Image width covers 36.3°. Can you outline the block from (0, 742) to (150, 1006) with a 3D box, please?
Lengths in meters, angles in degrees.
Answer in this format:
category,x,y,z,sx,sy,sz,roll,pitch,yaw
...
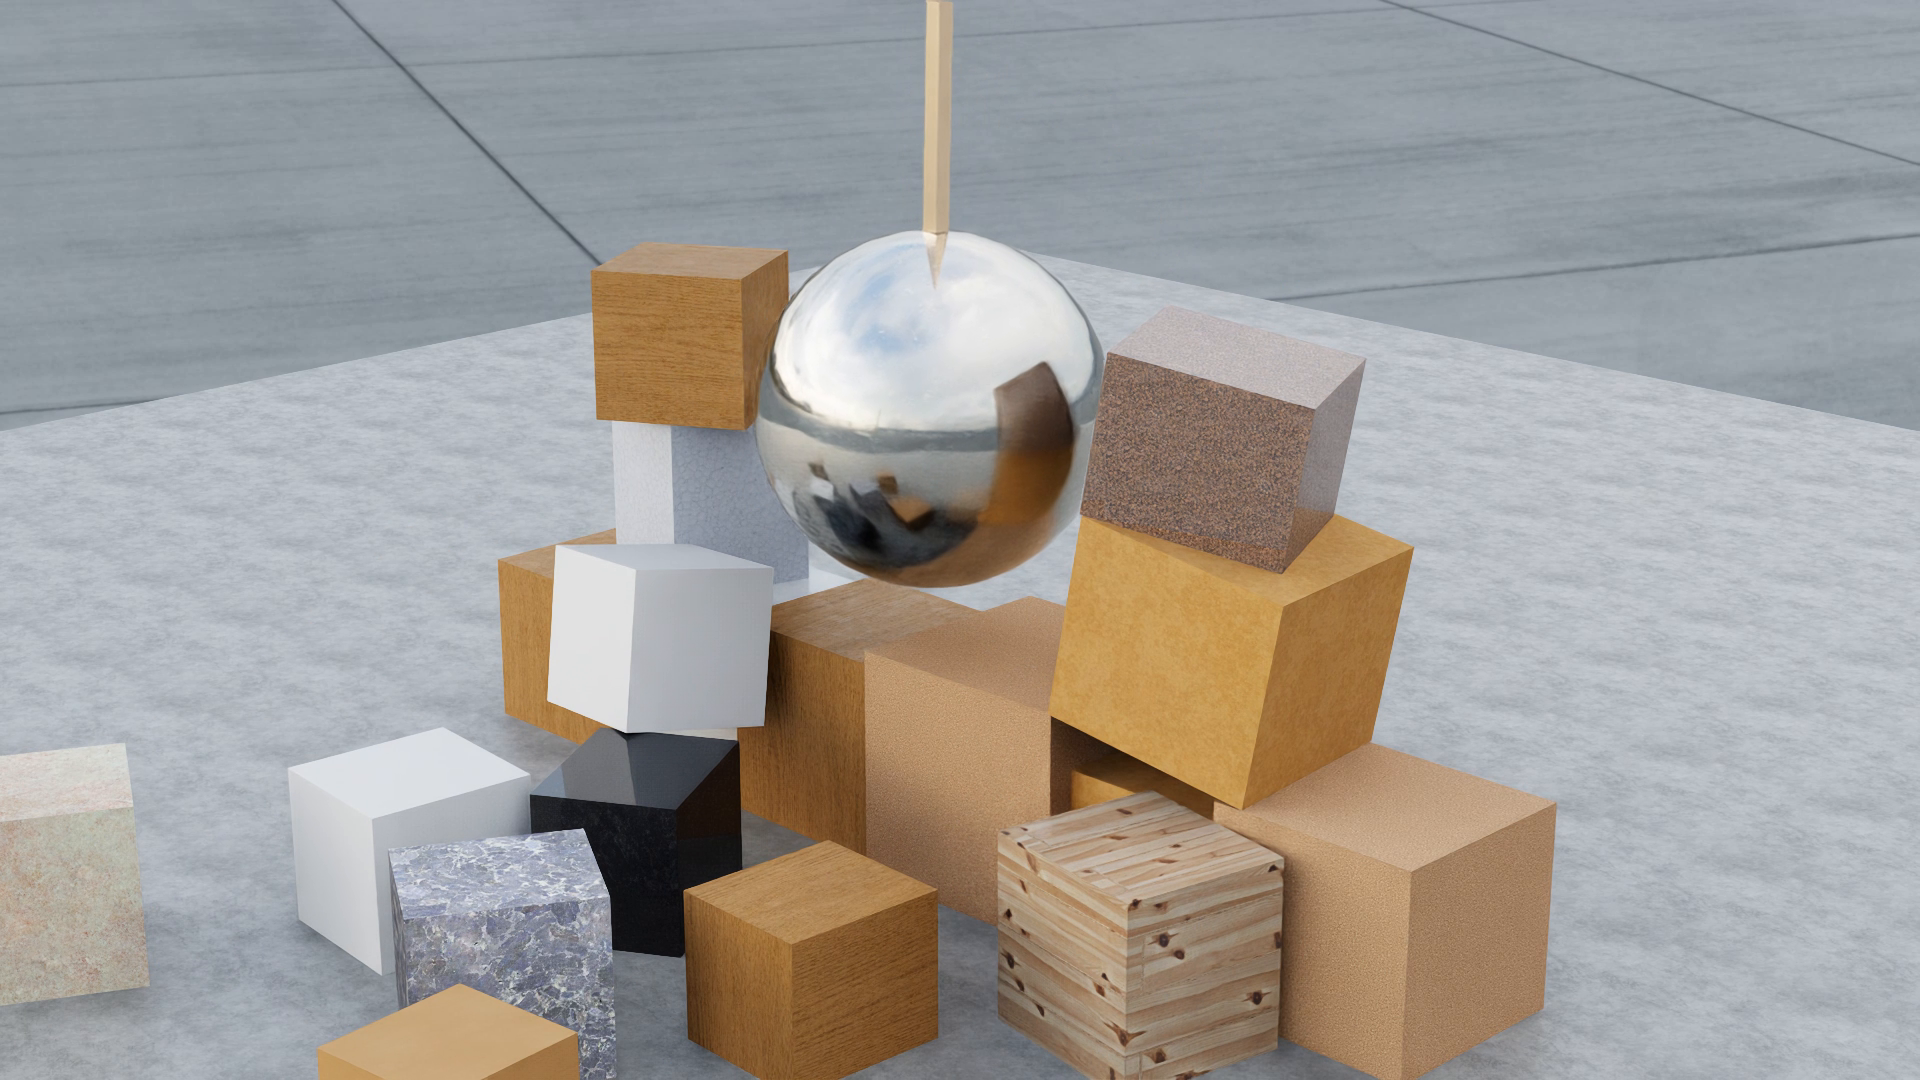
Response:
category,x,y,z,sx,sy,sz,roll,pitch,yaw
block,-3.948,1.423,12.455,0.876,0.817,0.758,-5,18,-17

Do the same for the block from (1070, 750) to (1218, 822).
category,x,y,z,sx,sy,sz,roll,pitch,yaw
block,1.071,1.365,12.678,0.841,0.794,0.843,-17,24,-42

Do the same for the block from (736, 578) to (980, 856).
category,x,y,z,sx,sy,sz,roll,pitch,yaw
block,-0.405,0.843,14.033,0.901,0.977,0.988,-16,24,-42

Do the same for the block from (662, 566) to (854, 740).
category,x,y,z,sx,sy,sz,roll,pitch,yaw
block,-1.084,0.656,14.670,0.792,0.951,0.887,-17,24,-42

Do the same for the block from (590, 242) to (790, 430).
category,x,y,z,sx,sy,sz,roll,pitch,yaw
block,-1.288,-0.994,14.149,0.749,0.727,0.692,5,18,15

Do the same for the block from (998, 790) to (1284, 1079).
category,x,y,z,sx,sy,sz,roll,pitch,yaw
block,0.717,1.612,11.820,0.776,0.837,0.858,-12,21,-33

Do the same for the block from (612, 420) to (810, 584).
category,x,y,z,sx,sy,sz,roll,pitch,yaw
block,-1.241,-0.274,14.559,0.725,0.892,0.711,-10,20,-28

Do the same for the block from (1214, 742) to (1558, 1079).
category,x,y,z,sx,sy,sz,roll,pitch,yaw
block,1.726,1.501,12.031,0.977,0.921,0.989,-17,24,-42

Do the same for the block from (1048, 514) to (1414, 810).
category,x,y,z,sx,sy,sz,roll,pitch,yaw
block,1.128,0.381,12.257,1.002,0.918,0.992,25,29,33

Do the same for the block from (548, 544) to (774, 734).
category,x,y,z,sx,sy,sz,roll,pitch,yaw
block,-1.404,0.444,13.697,0.719,0.744,0.799,-1,8,-34

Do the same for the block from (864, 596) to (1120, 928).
category,x,y,z,sx,sy,sz,roll,pitch,yaw
block,0.358,1.017,13.297,1.134,1.087,1.090,16,24,42

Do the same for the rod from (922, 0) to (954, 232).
category,x,y,z,sx,sy,sz,roll,pitch,yaw
rod,-0.053,-3.846,12.078,0.080,5.200,0.080,17,22,42

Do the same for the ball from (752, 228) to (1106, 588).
category,x,y,z,sx,sy,sz,roll,pitch,yaw
ball,-0.122,-0.583,13.031,1.600,1.600,1.600,0,17,0

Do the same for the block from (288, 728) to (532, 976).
category,x,y,z,sx,sy,sz,roll,pitch,yaw
block,-2.396,1.348,12.854,0.773,0.720,0.742,-14,22,-38

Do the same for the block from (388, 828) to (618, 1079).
category,x,y,z,sx,sy,sz,roll,pitch,yaw
block,-1.828,1.683,11.693,0.789,0.777,0.697,-5,18,-15

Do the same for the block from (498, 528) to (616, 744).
category,x,y,z,sx,sy,sz,roll,pitch,yaw
block,-1.735,0.508,15.309,0.927,0.851,0.941,-17,24,-42

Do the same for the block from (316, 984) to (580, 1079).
category,x,y,z,sx,sy,sz,roll,pitch,yaw
block,-1.817,2.103,10.507,0.626,0.688,0.665,14,22,37

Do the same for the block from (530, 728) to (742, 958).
category,x,y,z,sx,sy,sz,roll,pitch,yaw
block,-1.419,1.325,12.980,0.665,0.689,0.828,5,18,14

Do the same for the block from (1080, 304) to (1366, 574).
category,x,y,z,sx,sy,sz,roll,pitch,yaw
block,1.082,-0.427,12.027,0.875,0.716,0.744,17,25,18

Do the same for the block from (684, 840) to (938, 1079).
category,x,y,z,sx,sy,sz,roll,pitch,yaw
block,-0.596,1.711,11.807,0.755,0.656,0.679,-15,23,-40
